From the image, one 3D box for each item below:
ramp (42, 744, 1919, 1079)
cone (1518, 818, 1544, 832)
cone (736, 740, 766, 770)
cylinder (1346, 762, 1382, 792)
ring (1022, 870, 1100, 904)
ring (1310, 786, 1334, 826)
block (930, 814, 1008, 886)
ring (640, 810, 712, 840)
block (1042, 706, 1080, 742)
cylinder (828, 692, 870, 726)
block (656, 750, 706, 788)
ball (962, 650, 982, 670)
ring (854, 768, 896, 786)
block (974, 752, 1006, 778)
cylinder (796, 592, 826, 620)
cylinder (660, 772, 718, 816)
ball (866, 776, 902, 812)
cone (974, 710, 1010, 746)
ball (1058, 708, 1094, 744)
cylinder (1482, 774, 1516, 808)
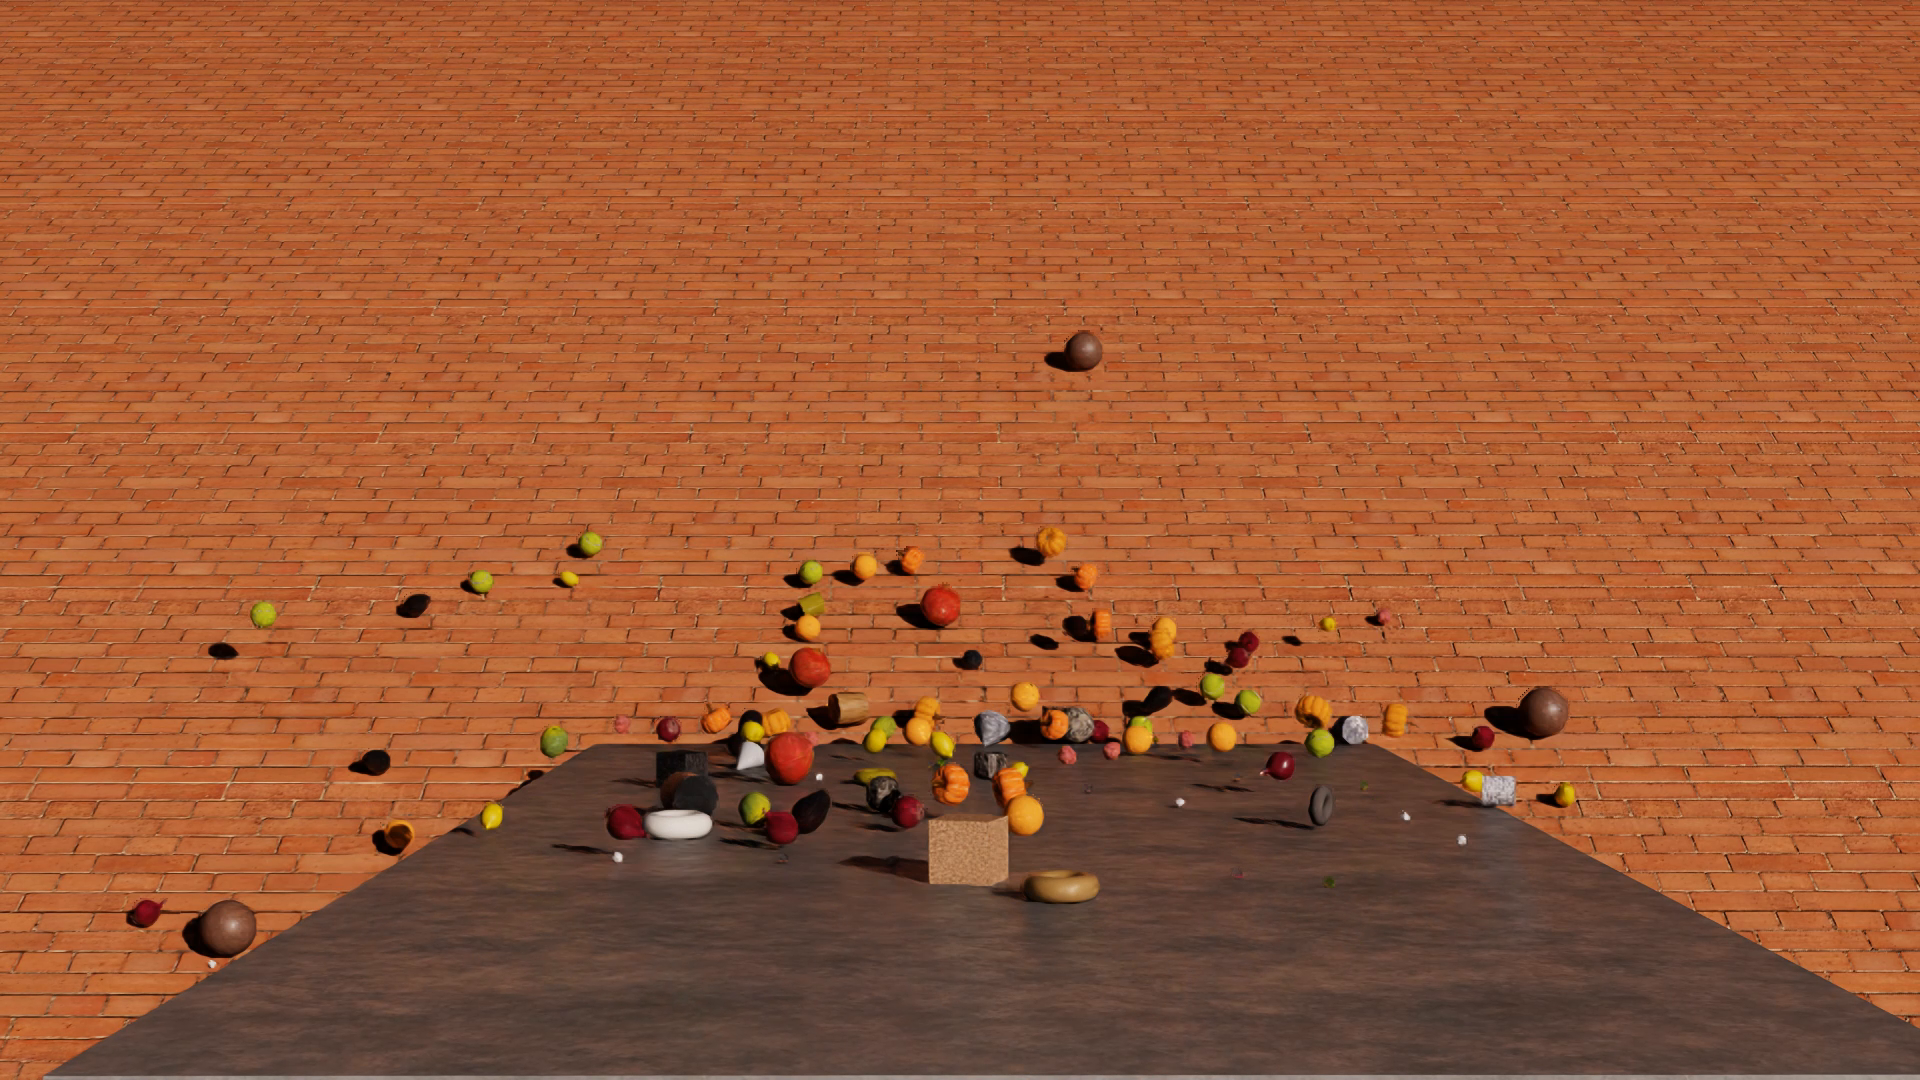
[{"bbox_3d":[0.065,0.584,4.632,2.000,0.100,4.000,0,0,0],"label":"ramp"},{"bbox_3d":[1.391,0.714,6.343,0.085,0.085,0.085,-33,11,7],"label":"cone"},{"bbox_3d":[-0.496,0.511,5.939,0.072,0.072,0.072,13,33,22],"label":"cone"},{"bbox_3d":[0.853,0.522,5.457,0.073,0.073,0.073,-1,38,1],"label":"cylinder"},{"bbox_3d":[0.151,0.519,3.872,0.117,0.039,0.117,-1,1,0],"label":"ring"},{"bbox_3d":[0.664,0.488,4.753,0.025,0.075,0.075,6,28,30],"label":"ring"},{"bbox_3d":[0.015,0.487,4.078,0.099,0.099,0.099,0,0,19],"label":"block"},{"bbox_3d":[-0.511,0.513,4.655,0.129,0.043,0.129,-1,1,0],"label":"ring"},{"bbox_3d":[0.265,0.479,6.725,0.091,0.091,0.091,0,-1,-5],"label":"block"},{"bbox_3d":[-0.295,0.445,6.835,0.084,0.084,0.084,-2,27,-25],"label":"cylinder"},{"bbox_3d":[-0.593,0.491,5.515,0.076,0.076,0.076,0,0,31],"label":"block"},{"bbox_3d":[0.034,0.328,7.106,0.054,0.054,0.054,0,29,0],"label":"ball"},{"bbox_3d":[-0.185,0.513,5.600,0.093,0.031,0.093,-1,1,0],"label":"ring"},{"bbox_3d":[0.068,0.501,5.757,0.053,0.053,0.053,0,0,-37],"label":"block"},{"bbox_3d":[-0.421,0.187,7.319,0.064,0.064,0.064,-21,34,-14],"label":"cylinder"},{"bbox_3d":[-0.519,0.489,4.943,0.087,0.087,0.087,-15,6,-24],"label":"cylinder"},{"bbox_3d":[-0.150,0.496,5.055,0.071,0.071,0.071,0,29,0],"label":"ball"},{"bbox_3d":[0.071,0.501,6.581,0.097,0.097,0.097,7,29,12],"label":"cone"},{"bbox_3d":[0.298,0.476,6.636,0.093,0.093,0.093,0,29,0],"label":"ball"},{"bbox_3d":[1.065,0.496,5.111,0.062,0.062,0.062,0,28,15],"label":"cylinder"}]
